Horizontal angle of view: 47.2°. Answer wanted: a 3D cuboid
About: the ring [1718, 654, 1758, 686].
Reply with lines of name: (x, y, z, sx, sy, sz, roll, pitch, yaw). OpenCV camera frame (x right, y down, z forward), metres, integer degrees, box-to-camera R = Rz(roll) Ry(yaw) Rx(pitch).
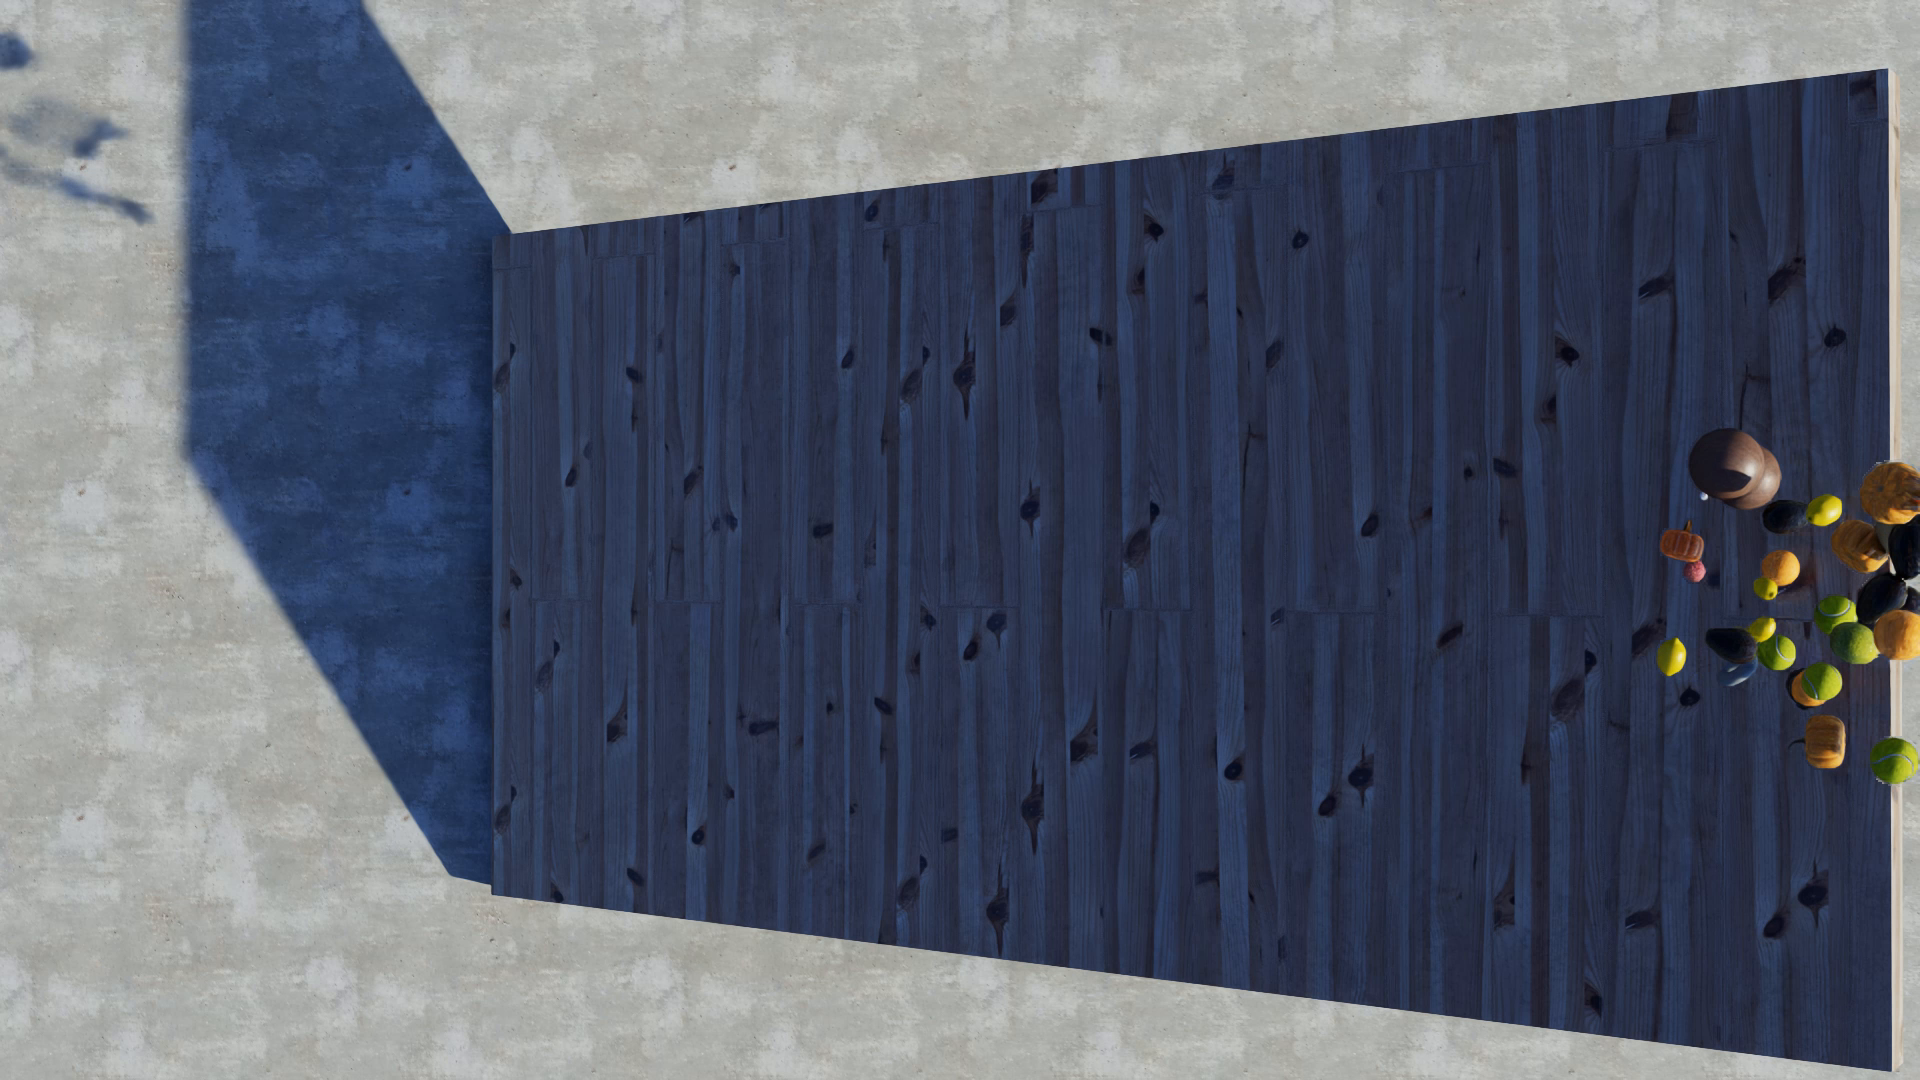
ring: (1.451, 0.243, 4.101, 0.080, 0.080, 0.027, -37, 94, 0)

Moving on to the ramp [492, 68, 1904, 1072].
ramp: (0.244, 0.068, 5.569, 4.000, 0.100, 2.000, 0, 89, 35)

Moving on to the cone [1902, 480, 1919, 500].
cone: (1.548, -0.088, 3.504, 0.062, 0.062, 0.062, 12, 48, -14)
